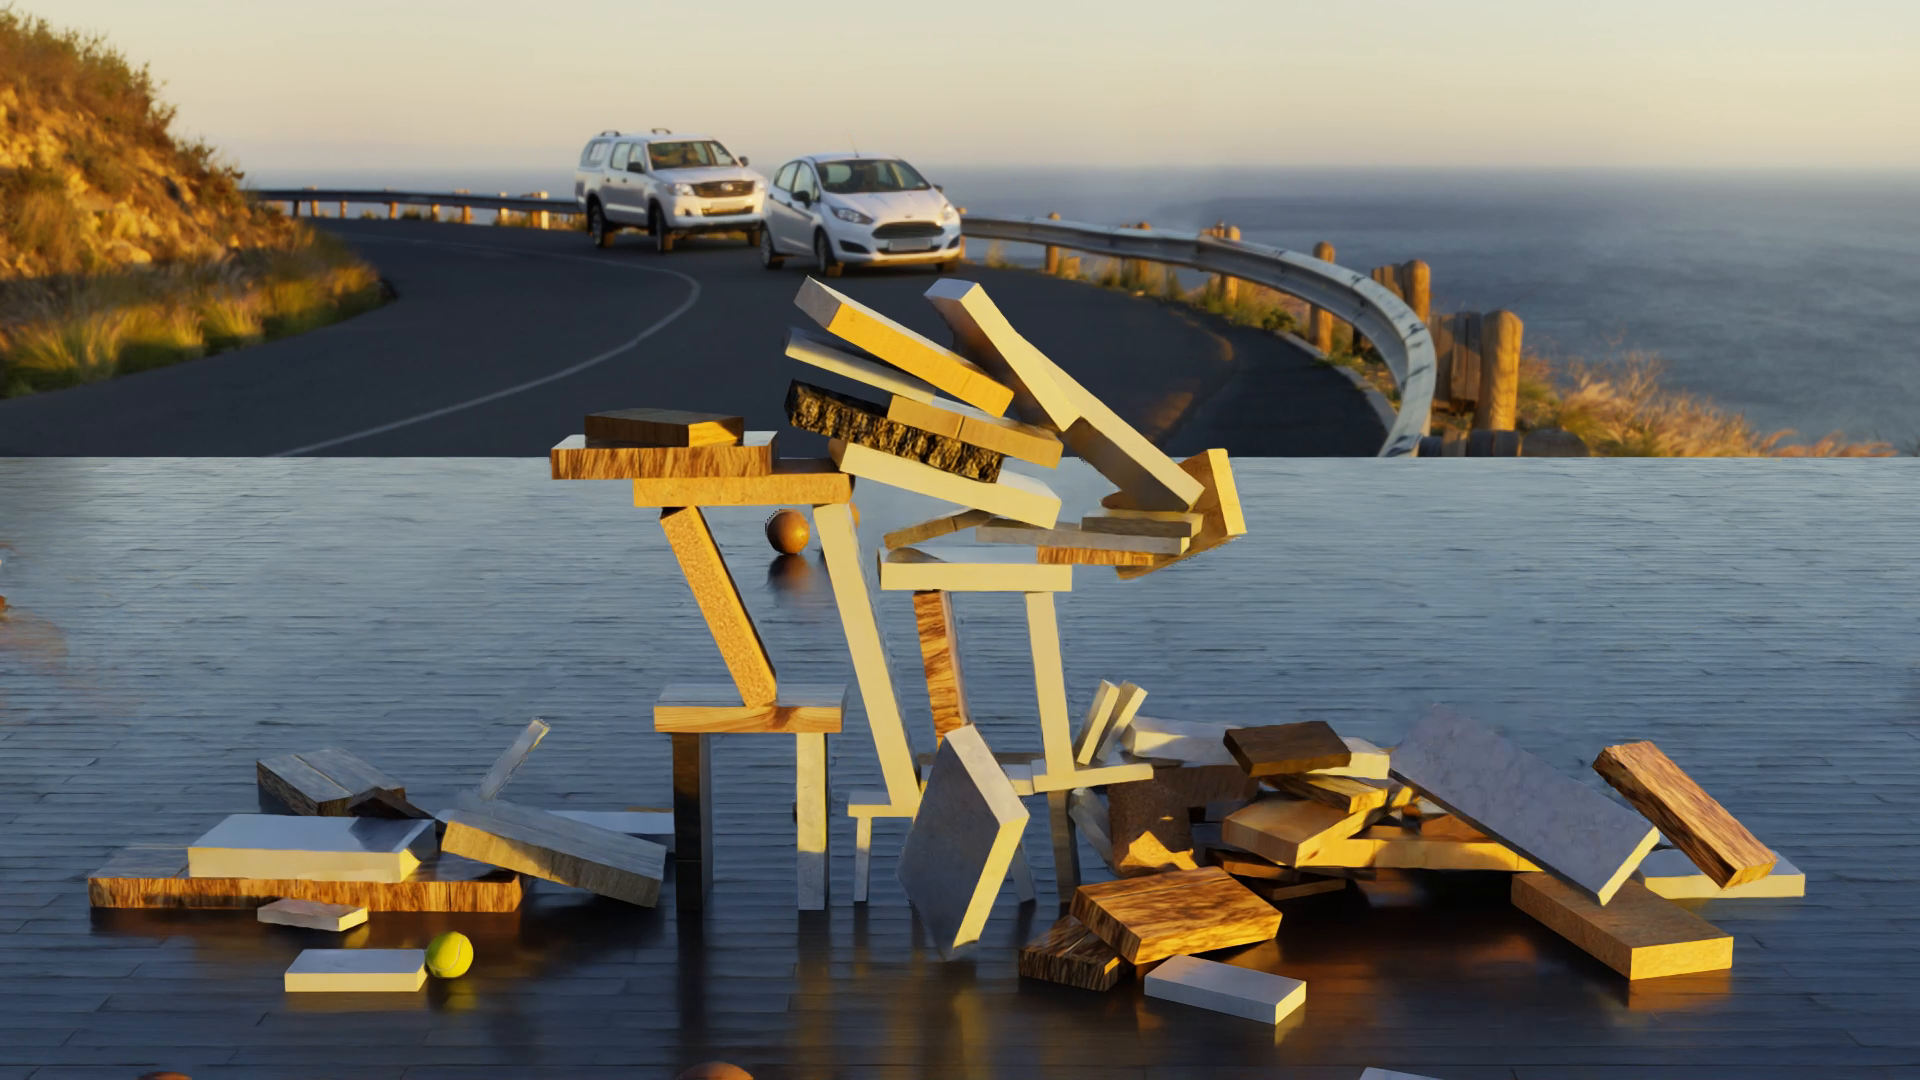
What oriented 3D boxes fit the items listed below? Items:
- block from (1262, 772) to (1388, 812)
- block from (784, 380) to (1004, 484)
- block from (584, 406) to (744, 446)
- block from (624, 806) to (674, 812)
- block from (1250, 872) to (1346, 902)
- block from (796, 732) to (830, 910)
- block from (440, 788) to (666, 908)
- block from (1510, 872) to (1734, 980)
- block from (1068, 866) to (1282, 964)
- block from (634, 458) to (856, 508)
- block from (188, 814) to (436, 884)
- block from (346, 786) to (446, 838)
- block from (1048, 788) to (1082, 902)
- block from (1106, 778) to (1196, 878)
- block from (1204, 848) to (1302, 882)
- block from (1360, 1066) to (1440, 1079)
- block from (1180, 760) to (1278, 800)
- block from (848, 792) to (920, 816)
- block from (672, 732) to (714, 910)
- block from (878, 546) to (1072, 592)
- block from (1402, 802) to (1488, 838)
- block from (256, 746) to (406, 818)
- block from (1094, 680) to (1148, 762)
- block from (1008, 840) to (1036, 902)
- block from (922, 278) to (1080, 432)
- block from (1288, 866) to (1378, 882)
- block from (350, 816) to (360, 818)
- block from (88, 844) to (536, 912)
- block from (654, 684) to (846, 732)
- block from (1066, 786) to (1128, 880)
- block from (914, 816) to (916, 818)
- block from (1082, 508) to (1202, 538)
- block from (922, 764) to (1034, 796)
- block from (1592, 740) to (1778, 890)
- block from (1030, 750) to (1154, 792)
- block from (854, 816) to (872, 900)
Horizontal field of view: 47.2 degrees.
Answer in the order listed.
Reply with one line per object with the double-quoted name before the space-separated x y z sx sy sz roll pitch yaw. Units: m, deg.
"block" 0.595 0.404 3.600 0.093 0.026 0.185 -4 12 -41
"block" -0.108 -0.175 3.521 0.338 0.048 0.169 16 10 -11
"block" -0.478 -0.183 3.544 0.242 0.034 0.121 7 14 39
"block" -0.554 0.511 4.041 0.133 0.019 0.067 2 11 12
"block" 0.567 0.575 3.693 0.144 0.020 0.072 -5 12 -25
"block" -0.243 0.443 3.640 0.042 0.300 0.150 0 11 0
"block" -0.670 0.512 3.654 0.356 0.050 0.178 17 8 -8
"block" 1.040 0.600 3.480 0.175 0.049 0.349 -3 11 -16
"block" 0.337 0.579 3.415 0.310 0.044 0.155 -1 23 -40
"block" -0.343 -0.093 3.533 0.338 0.048 0.169 -1 11 1
"block" -1.076 0.513 3.668 0.356 0.050 0.178 1 11 5
"block" -0.962 0.474 3.759 0.076 0.021 0.151 -25 -47 33
"block" 0.173 0.493 3.653 0.028 0.194 0.097 -5 10 9
"block" 0.321 0.489 3.676 0.142 0.040 0.284 31 23 -14
"block" 0.488 0.542 3.671 0.144 0.020 0.072 10 7 -19
"block" 0.547 0.735 2.806 0.105 0.030 0.210 5 11 23
"block" 0.509 0.445 4.016 0.253 0.036 0.126 0 17 34
"block" -0.112 0.438 3.646 0.143 0.020 0.072 0 11 0
"block" -0.441 0.443 3.637 0.042 0.300 0.150 0 11 0
"block" 0.021 0.046 3.573 0.304 0.043 0.152 0 10 -5
"block" 0.897 0.475 3.724 0.268 0.038 0.134 2 1 -2
"block" -1.202 0.468 4.194 0.168 0.048 0.336 -7 13 -35
"block" 0.256 0.299 3.642 0.019 0.134 0.067 33 -2 -17
"block" 0.085 0.500 3.656 0.026 0.183 0.091 -18 10 3
"block" 0.067 -0.297 3.531 0.040 0.284 0.142 -45 24 -12
"block" 0.621 0.544 3.689 0.144 0.020 0.072 9 6 -1
"block" -1.092 0.534 3.893 0.098 0.028 0.196 -4 11 -20
"block" -1.074 0.563 3.676 0.699 0.050 0.178 0 11 2
"block" -0.341 0.275 3.607 0.300 0.042 0.150 0 11 1
"block" 0.251 0.502 3.654 0.028 0.194 0.097 -35 6 15
"block" -0.067 0.520 3.655 0.020 0.143 0.072 1 11 0
"block" 0.293 -0.028 3.525 0.177 0.025 0.089 3 11 17
"block" 0.028 0.396 3.632 0.183 0.026 0.091 0 11 0
"block" 1.205 0.453 3.658 0.147 0.042 0.294 -1 39 -44
"block" 0.216 0.379 3.628 0.194 0.028 0.097 -7 9 1
"block" -0.161 0.519 3.656 0.020 0.143 0.072 3 11 0
